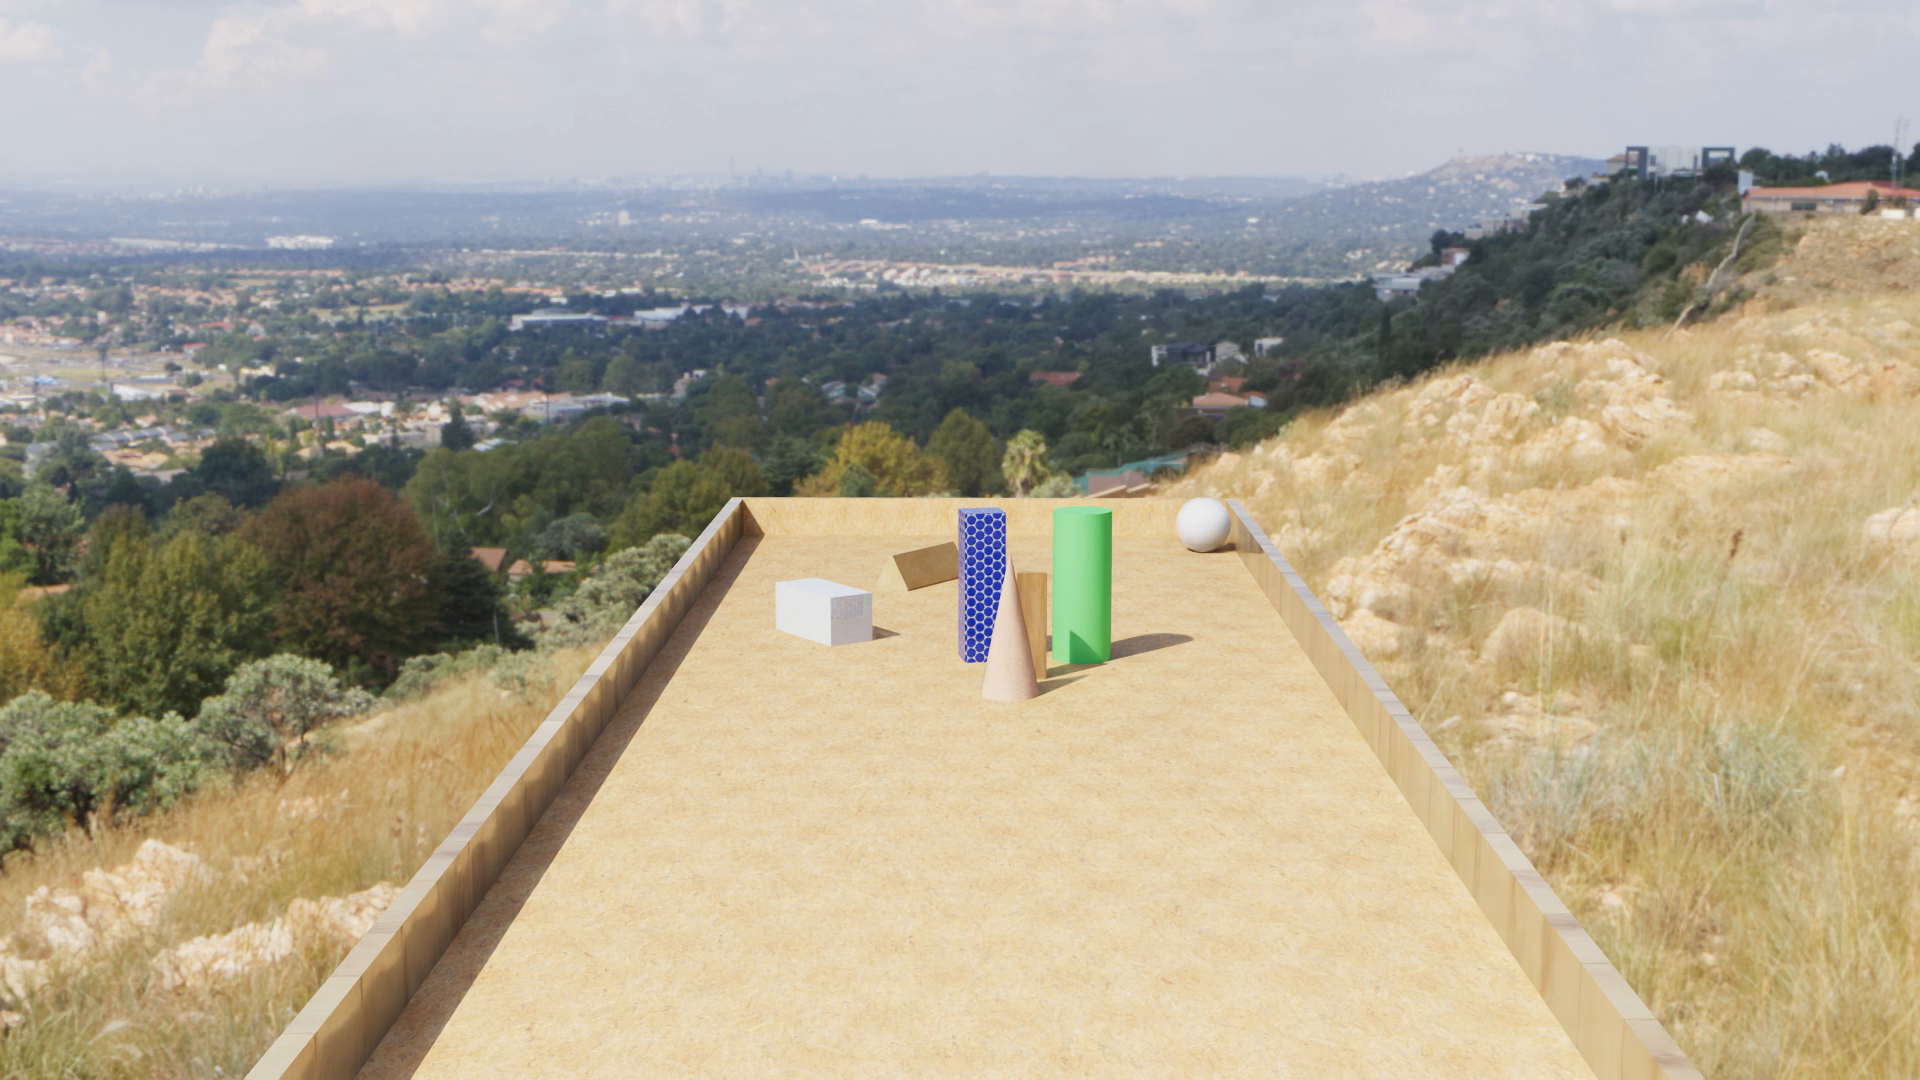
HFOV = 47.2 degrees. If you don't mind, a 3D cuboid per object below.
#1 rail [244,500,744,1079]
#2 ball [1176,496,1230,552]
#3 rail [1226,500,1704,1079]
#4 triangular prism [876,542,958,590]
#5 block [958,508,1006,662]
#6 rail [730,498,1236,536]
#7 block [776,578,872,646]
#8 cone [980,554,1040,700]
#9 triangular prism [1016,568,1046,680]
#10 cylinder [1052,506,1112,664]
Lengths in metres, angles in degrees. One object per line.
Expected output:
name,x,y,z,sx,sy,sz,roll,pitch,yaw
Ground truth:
rail,-1.004,0.839,3.234,0.050,0.150,12.000,0,9,1
ball,0.964,-0.063,8.715,0.216,0.216,0.216,0,9,0
rail,1.046,0.843,3.208,0.050,0.150,12.000,0,9,1
triangular prism,-0.136,0.089,8.037,0.140,0.122,0.391,6,11,34
block,0.066,0.136,6.694,0.125,0.456,0.125,-2,9,-10
rail,0.099,-0.098,9.147,2.100,0.150,0.050,0,9,1
block,-0.439,0.229,7.069,0.155,0.155,0.336,-6,11,-35
cone,0.141,0.233,6.216,0.170,0.414,0.170,0,9,0
triangular prism,0.202,0.246,6.448,0.091,0.316,0.079,-1,9,-7
cylinder,0.372,0.135,6.694,0.179,0.457,0.179,0,9,0
